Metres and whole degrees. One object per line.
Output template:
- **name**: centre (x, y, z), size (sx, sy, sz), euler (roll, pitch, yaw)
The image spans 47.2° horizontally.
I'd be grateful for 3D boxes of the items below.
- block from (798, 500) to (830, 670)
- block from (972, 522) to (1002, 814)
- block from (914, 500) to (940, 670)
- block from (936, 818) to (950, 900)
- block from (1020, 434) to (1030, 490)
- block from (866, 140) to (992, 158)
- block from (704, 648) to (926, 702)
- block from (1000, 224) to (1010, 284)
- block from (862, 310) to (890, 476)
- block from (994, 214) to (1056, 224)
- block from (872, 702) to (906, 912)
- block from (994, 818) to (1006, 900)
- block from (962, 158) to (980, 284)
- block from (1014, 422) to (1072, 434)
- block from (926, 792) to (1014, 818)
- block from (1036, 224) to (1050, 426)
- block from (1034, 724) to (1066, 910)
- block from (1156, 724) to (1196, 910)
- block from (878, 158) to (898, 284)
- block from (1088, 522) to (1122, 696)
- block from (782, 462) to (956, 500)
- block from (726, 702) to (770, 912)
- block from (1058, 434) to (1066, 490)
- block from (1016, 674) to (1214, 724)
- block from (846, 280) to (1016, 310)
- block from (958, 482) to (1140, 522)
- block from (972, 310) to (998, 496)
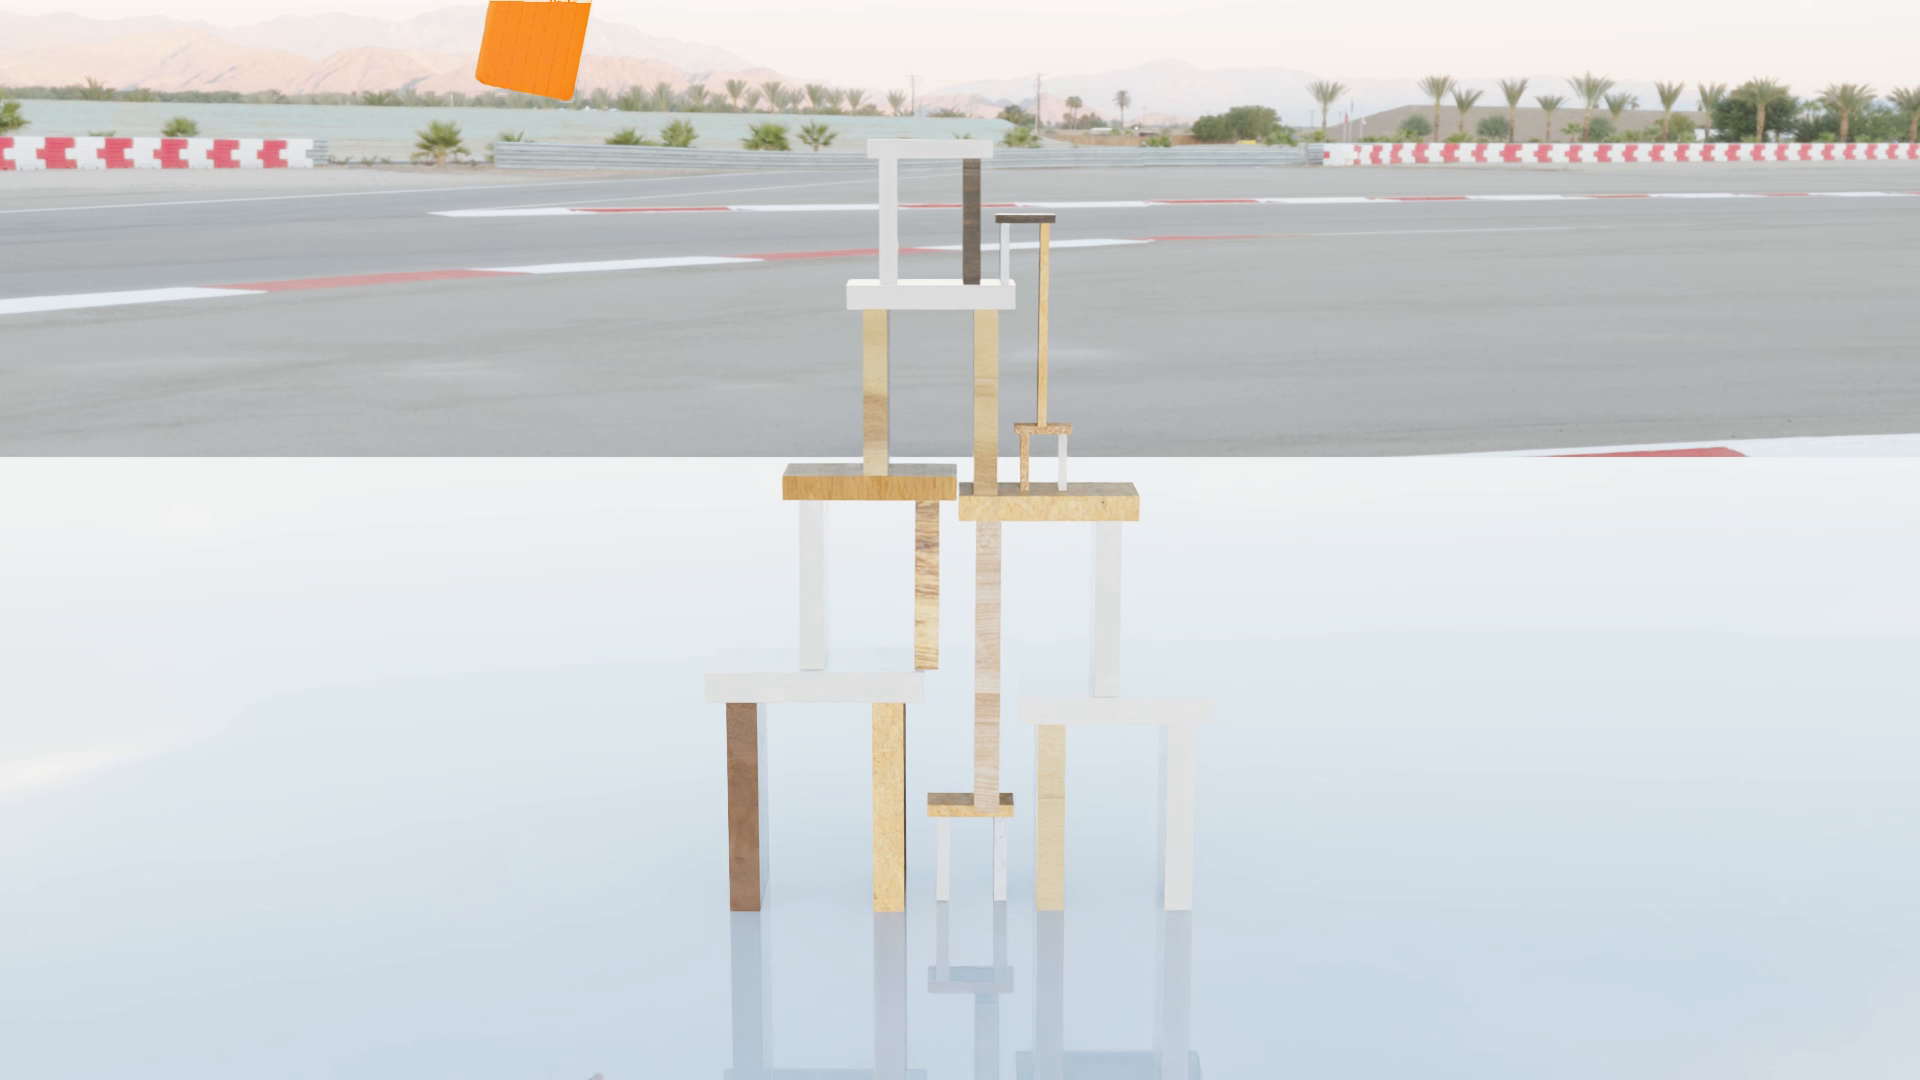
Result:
- **block**: centre (-0.236, 0.060, 3.572), size (0.039, 0.275, 0.138), euler (0, 11, 0)
- **block**: centre (0.044, 0.194, 3.592), size (0.041, 0.480, 0.143), euler (0, 11, 0)
- **block**: centre (-0.052, 0.060, 3.572), size (0.039, 0.275, 0.138), euler (1, 11, 0)
- **block**: centre (-0.028, 0.519, 3.660), size (0.020, 0.143, 0.072), euler (1, 11, 0)
- **block**: centre (0.104, -0.128, 3.538), size (0.013, 0.091, 0.045), euler (-1, 11, 0)
- **block**: centre (-0.048, -0.612, 3.440), size (0.194, 0.028, 0.097), euler (0, 11, -2)
- **block**: centre (-0.233, 0.220, 3.603), size (0.351, 0.050, 0.175), euler (0, 11, 0)
- **block**: centre (0.070, -0.454, 3.473), size (0.013, 0.094, 0.047), euler (0, 11, -1)
- **block**: centre (-0.133, -0.242, 3.513), size (0.037, 0.263, 0.131), euler (0, 11, 0)
- **block**: centre (0.102, -0.506, 3.460), size (0.094, 0.013, 0.047), euler (0, 11, -1)
- **block**: centre (-0.116, 0.417, 3.639), size (0.050, 0.351, 0.175), euler (0, 11, 0)
- **block**: centre (0.067, 0.519, 3.660), size (0.020, 0.143, 0.072), euler (0, 11, 0)
- **block**: centre (0.018, -0.503, 3.463), size (0.028, 0.194, 0.097), euler (0, 11, -1)
- **block**: centre (0.133, -0.179, 3.528), size (0.091, 0.013, 0.045), euler (0, 11, 0)
- **block**: centre (0.017, 0.439, 3.644), size (0.143, 0.020, 0.072), euler (0, 11, 0)
- **block**: centre (0.132, -0.342, 3.492), size (0.013, 0.321, 0.047), euler (0, 11, 0)
- **block**: centre (0.148, 0.436, 3.640), size (0.044, 0.313, 0.157), euler (0, 11, 0)
- **block**: centre (0.356, 0.436, 3.640), size (0.044, 0.313, 0.157), euler (0, 11, 0)
- **block**: centre (-0.112, -0.503, 3.459), size (0.028, 0.194, 0.097), euler (0, 11, -1)
- **block**: centre (0.236, 0.098, 3.575), size (0.041, 0.286, 0.143), euler (0, 11, 0)
- **block**: centre (-0.143, -0.094, 3.543), size (0.275, 0.039, 0.138), euler (0, 11, 0)
- **block**: centre (-0.350, 0.417, 3.639), size (0.050, 0.351, 0.176), euler (0, 11, 0)
- **block**: centre (0.164, -0.128, 3.538), size (0.013, 0.091, 0.045), euler (-1, 11, 0)
- **block**: centre (0.252, 0.260, 3.607), size (0.313, 0.044, 0.157), euler (0, 11, 0)
- **block**: centre (-0.046, -0.390, 3.485), size (0.263, 0.037, 0.131), euler (0, 11, -1)
- **block**: centre (0.141, -0.062, 3.545), size (0.286, 0.041, 0.143), euler (0, 11, 0)
- **block**: centre (0.040, -0.227, 3.516), size (0.037, 0.294, 0.131), euler (0, 11, 0)
